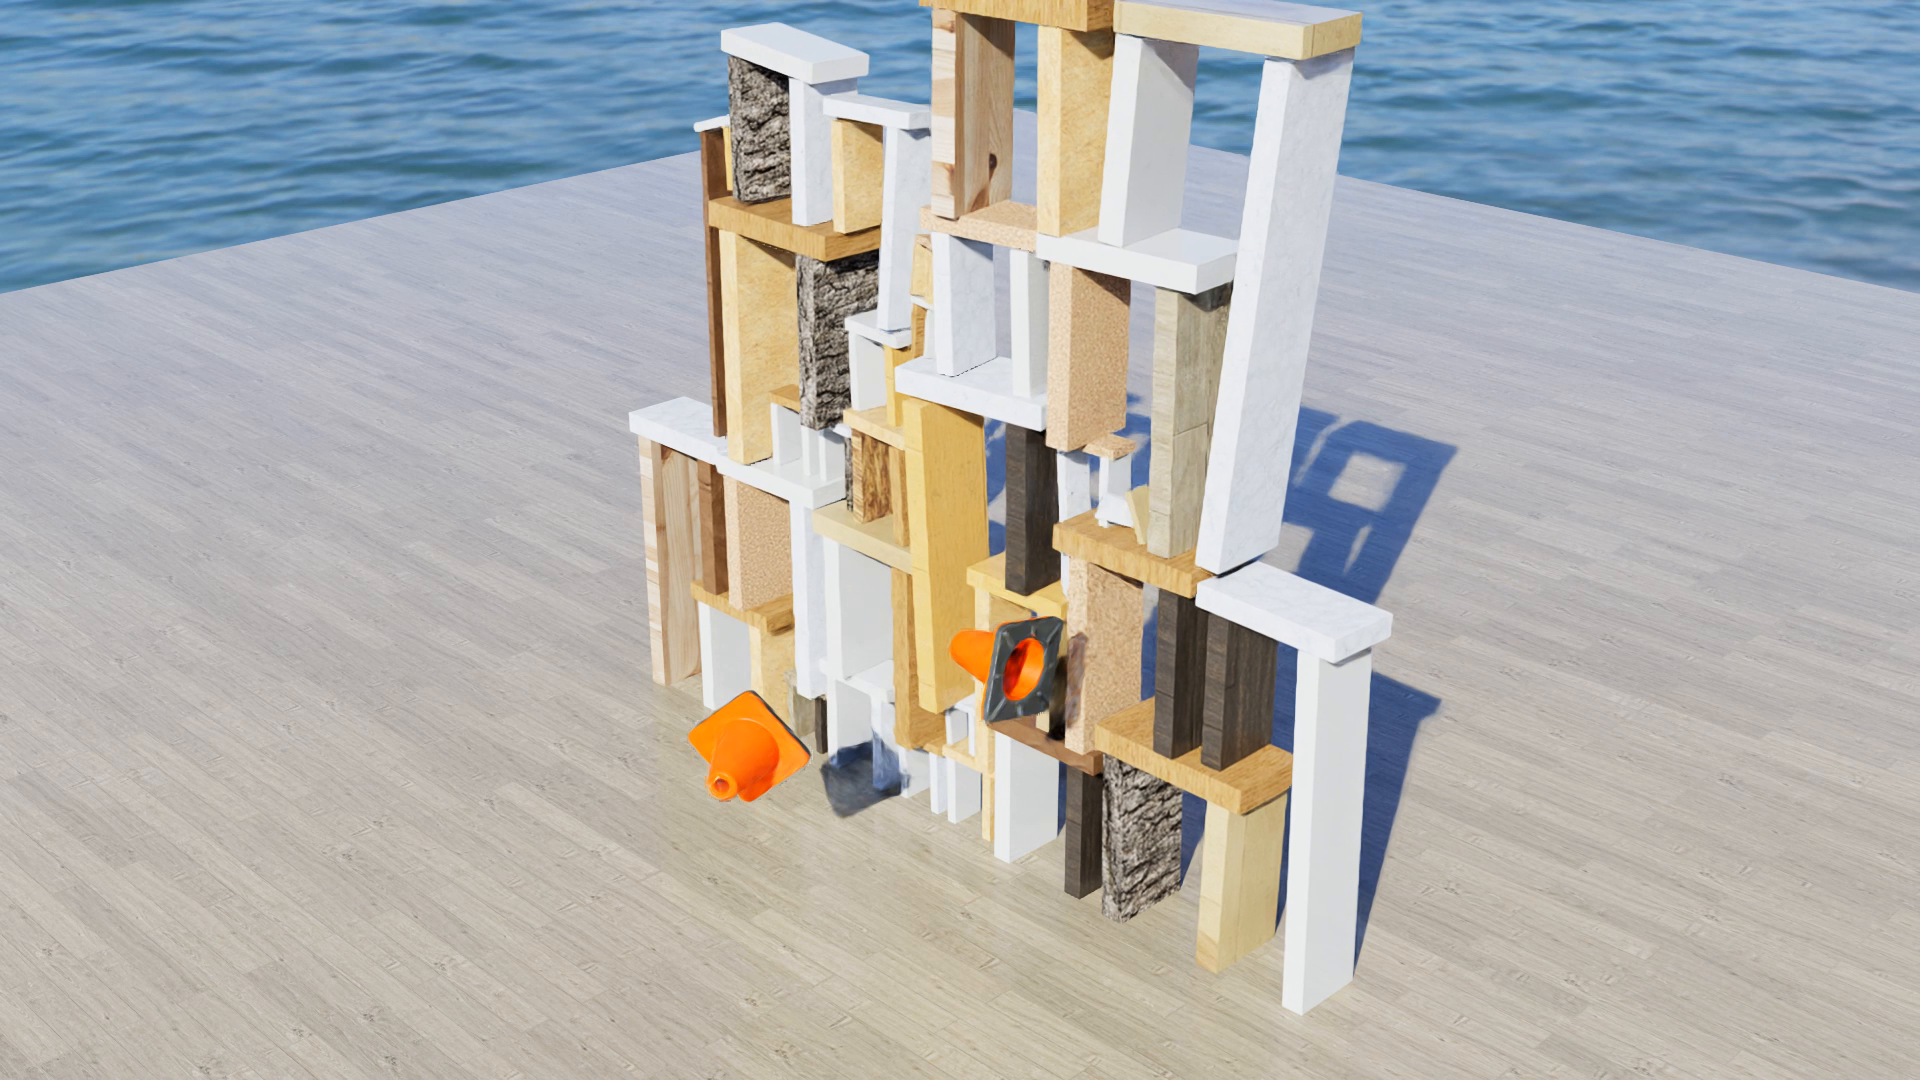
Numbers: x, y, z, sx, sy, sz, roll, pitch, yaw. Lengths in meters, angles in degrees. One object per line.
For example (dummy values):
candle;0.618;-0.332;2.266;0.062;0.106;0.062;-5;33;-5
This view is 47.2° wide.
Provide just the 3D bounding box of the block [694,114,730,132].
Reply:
block;-0.467;-0.831;4.366;0.062;0.018;0.124;-20;14;-37

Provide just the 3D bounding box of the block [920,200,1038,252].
block;0.074;-0.560;3.872;0.265;0.037;0.132;17;29;33

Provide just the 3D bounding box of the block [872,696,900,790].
block;-0.133;0.404;4.543;0.104;0.208;0.029;-21;31;-40

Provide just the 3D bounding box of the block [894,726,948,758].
block;-0.063;0.396;4.452;0.136;0.019;0.068;21;32;40

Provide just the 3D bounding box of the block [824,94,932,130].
block;-0.140;-0.790;4.056;0.209;0.030;0.104;18;23;36

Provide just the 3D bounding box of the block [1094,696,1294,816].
block;0.423;0.381;3.933;0.169;0.048;0.338;-21;31;-40

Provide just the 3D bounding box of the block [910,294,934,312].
block;-0.050;-0.440;4.061;0.046;0.013;0.092;-9;21;-27

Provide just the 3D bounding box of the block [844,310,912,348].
block;-0.138;-0.402;4.179;0.080;0.023;0.160;-20;30;-35

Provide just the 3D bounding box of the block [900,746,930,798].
block;-0.092;0.455;4.512;0.068;0.136;0.019;-22;31;-39

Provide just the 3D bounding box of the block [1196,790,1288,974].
block;0.504;0.591;3.934;0.048;0.338;0.169;23;32;40

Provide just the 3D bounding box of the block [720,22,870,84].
block;-0.315;-0.927;4.178;0.138;0.039;0.275;-19;35;-39

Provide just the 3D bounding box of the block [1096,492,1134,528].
block;0.291;-0.050;3.872;0.095;0.048;0.014;16;33;-6

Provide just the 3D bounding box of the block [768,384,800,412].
block;-0.320;-0.284;4.446;0.132;0.019;0.066;21;32;40

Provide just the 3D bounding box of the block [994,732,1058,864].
block;0.130;0.478;4.281;0.039;0.276;0.138;21;31;41

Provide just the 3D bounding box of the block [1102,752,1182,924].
block;0.339;0.526;4.087;0.169;0.338;0.048;-21;29;-41

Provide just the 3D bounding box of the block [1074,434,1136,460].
block;0.239;-0.174;3.904;0.130;0.018;0.065;19;30;37

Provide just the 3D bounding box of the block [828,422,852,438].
block;-0.234;-0.233;4.363;0.059;0.017;0.119;-18;29;-35

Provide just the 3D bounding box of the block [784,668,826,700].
block;-0.308;0.301;4.686;0.067;0.019;0.133;-21;31;-40

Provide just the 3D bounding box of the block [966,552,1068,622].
block;0.140;0.083;4.103;0.238;0.034;0.119;21;31;40

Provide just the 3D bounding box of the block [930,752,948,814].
block;-0.028;0.480;4.452;0.068;0.136;0.019;-22;31;-39

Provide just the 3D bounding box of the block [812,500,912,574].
block;-0.135;-0.016;4.344;0.154;0.044;0.308;-21;31;-39

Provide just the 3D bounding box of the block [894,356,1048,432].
block;0.062;-0.281;4.003;0.330;0.047;0.165;18;30;34

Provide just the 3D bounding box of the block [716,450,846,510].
block;-0.348;-0.142;4.529;0.298;0.042;0.149;21;31;40

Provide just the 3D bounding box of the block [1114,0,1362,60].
block;0.433;-0.811;3.445;0.346;0.049;0.173;18;29;36

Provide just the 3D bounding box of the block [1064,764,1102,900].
block;0.261;0.528;4.161;0.039;0.276;0.138;21;31;41

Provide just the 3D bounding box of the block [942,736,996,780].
block;0.042;0.427;4.356;0.145;0.021;0.072;21;31;40

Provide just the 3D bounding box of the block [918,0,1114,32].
block;0.120;-0.910;3.677;0.346;0.049;0.173;18;29;34

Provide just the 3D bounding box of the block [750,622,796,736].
block;-0.391;0.285;4.763;0.128;0.256;0.036;-21;31;-41

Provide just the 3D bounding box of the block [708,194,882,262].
block;-0.314;-0.620;4.298;0.173;0.049;0.347;-21;32;-41

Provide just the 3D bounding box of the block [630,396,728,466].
block;-0.557;-0.236;4.733;0.153;0.043;0.305;-21;31;-40

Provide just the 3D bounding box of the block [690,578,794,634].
block;-0.452;0.127;4.761;0.128;0.036;0.256;-21;31;-40

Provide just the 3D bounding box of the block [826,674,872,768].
block;-0.231;0.365;4.634;0.104;0.208;0.029;-21;30;-40

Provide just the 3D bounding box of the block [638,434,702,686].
block;-0.629;0.031;4.924;0.043;0.597;0.153;21;31;41

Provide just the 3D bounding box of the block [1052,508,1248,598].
block;0.333;0.015;3.871;0.315;0.045;0.157;21;30;40

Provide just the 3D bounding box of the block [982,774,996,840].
block;0.077;0.517;4.356;0.021;0.145;0.072;20;30;40

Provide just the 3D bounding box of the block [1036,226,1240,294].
block;0.310;-0.485;3.693;0.335;0.047;0.167;19;30;38

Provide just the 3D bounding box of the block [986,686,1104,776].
block;0.196;0.358;4.160;0.276;0.039;0.138;21;31;41

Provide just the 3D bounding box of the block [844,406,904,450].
block;-0.126;-0.222;4.232;0.099;0.028;0.197;-18;29;-34

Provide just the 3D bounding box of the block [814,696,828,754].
block;-0.277;0.384;4.686;0.019;0.133;0.067;21;31;41

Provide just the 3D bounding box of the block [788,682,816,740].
block;-0.339;0.359;4.744;0.019;0.133;0.067;21;31;41

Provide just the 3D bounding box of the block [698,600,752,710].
block;-0.512;0.238;4.874;0.128;0.256;0.036;-21;31;-41

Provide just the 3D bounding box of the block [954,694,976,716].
block;0.012;0.318;4.331;0.093;0.013;0.046;20;34;39

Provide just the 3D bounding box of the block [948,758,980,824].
block;0.008;0.490;4.419;0.021;0.145;0.072;20;31;40

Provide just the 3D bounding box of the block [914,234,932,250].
block;-0.043;-0.544;4.022;0.048;0.014;0.096;-1;17;-23

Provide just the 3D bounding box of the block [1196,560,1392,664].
block;0.556;0.116;3.678;0.149;0.042;0.298;-19;30;-38

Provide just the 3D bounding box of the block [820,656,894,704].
block;-0.182;0.275;4.542;0.104;0.029;0.208;-21;31;-40
